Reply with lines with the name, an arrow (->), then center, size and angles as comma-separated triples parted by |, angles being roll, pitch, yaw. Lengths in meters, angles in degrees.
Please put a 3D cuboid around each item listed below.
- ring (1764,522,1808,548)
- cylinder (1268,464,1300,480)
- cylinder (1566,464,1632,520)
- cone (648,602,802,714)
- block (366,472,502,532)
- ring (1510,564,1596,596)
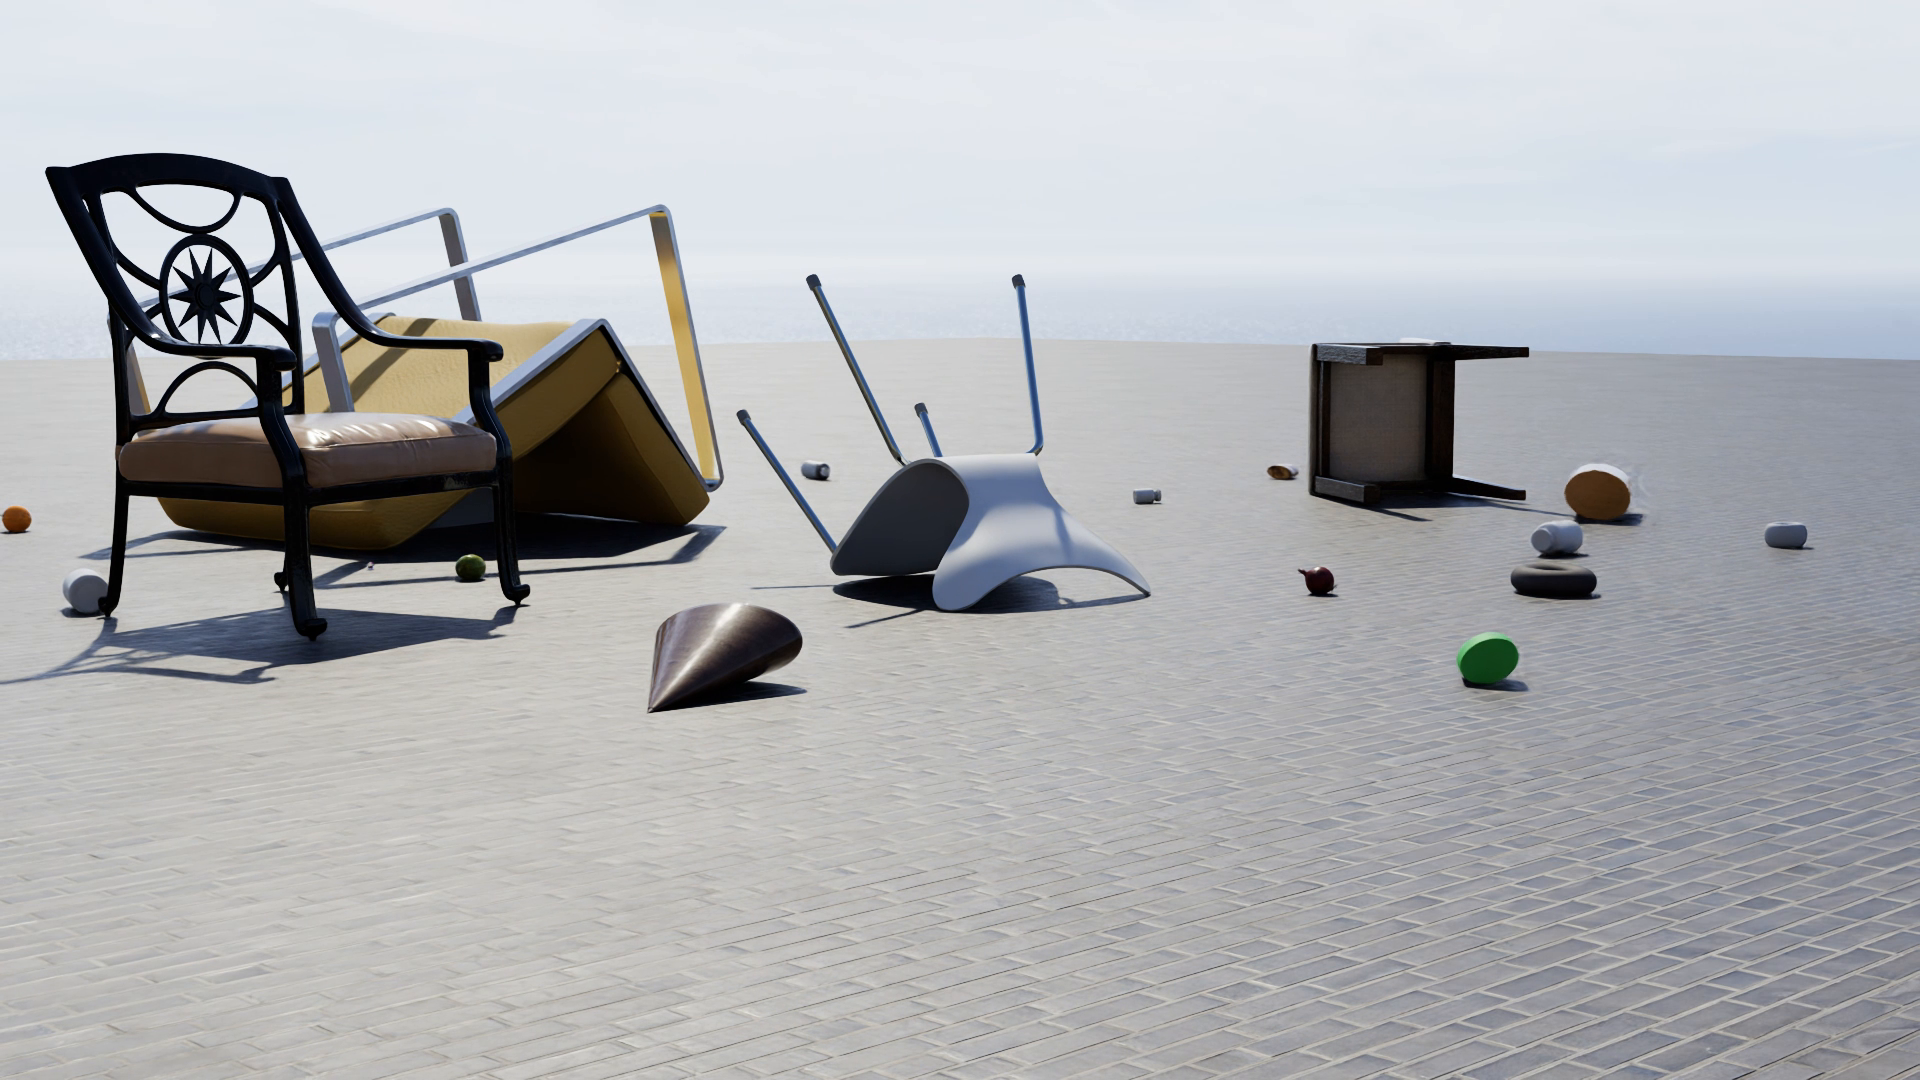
ring -> 2.016, -0.013, 6.263 | 0.101, 0.057, 0.083 | 1, 8, 30
cylinder -> 1.054, -0.224, 8.370 | 0.081, 0.044, 0.095 | 9, 9, 23
cylinder -> 1.757, -0.134, 7.052 | 0.173, 0.133, 0.290 | 14, 9, 14
cone -> -0.425, 0.213, 4.023 | 0.260, 0.132, 0.337 | -3, 16, 18
block -> -1.393, -0.104, 6.805 | 0.152, 0.126, 0.340 | 4, 7, 34
ring -> 1.235, 0.083, 5.341 | 0.184, 0.055, 0.155 | 7, 10, 44
